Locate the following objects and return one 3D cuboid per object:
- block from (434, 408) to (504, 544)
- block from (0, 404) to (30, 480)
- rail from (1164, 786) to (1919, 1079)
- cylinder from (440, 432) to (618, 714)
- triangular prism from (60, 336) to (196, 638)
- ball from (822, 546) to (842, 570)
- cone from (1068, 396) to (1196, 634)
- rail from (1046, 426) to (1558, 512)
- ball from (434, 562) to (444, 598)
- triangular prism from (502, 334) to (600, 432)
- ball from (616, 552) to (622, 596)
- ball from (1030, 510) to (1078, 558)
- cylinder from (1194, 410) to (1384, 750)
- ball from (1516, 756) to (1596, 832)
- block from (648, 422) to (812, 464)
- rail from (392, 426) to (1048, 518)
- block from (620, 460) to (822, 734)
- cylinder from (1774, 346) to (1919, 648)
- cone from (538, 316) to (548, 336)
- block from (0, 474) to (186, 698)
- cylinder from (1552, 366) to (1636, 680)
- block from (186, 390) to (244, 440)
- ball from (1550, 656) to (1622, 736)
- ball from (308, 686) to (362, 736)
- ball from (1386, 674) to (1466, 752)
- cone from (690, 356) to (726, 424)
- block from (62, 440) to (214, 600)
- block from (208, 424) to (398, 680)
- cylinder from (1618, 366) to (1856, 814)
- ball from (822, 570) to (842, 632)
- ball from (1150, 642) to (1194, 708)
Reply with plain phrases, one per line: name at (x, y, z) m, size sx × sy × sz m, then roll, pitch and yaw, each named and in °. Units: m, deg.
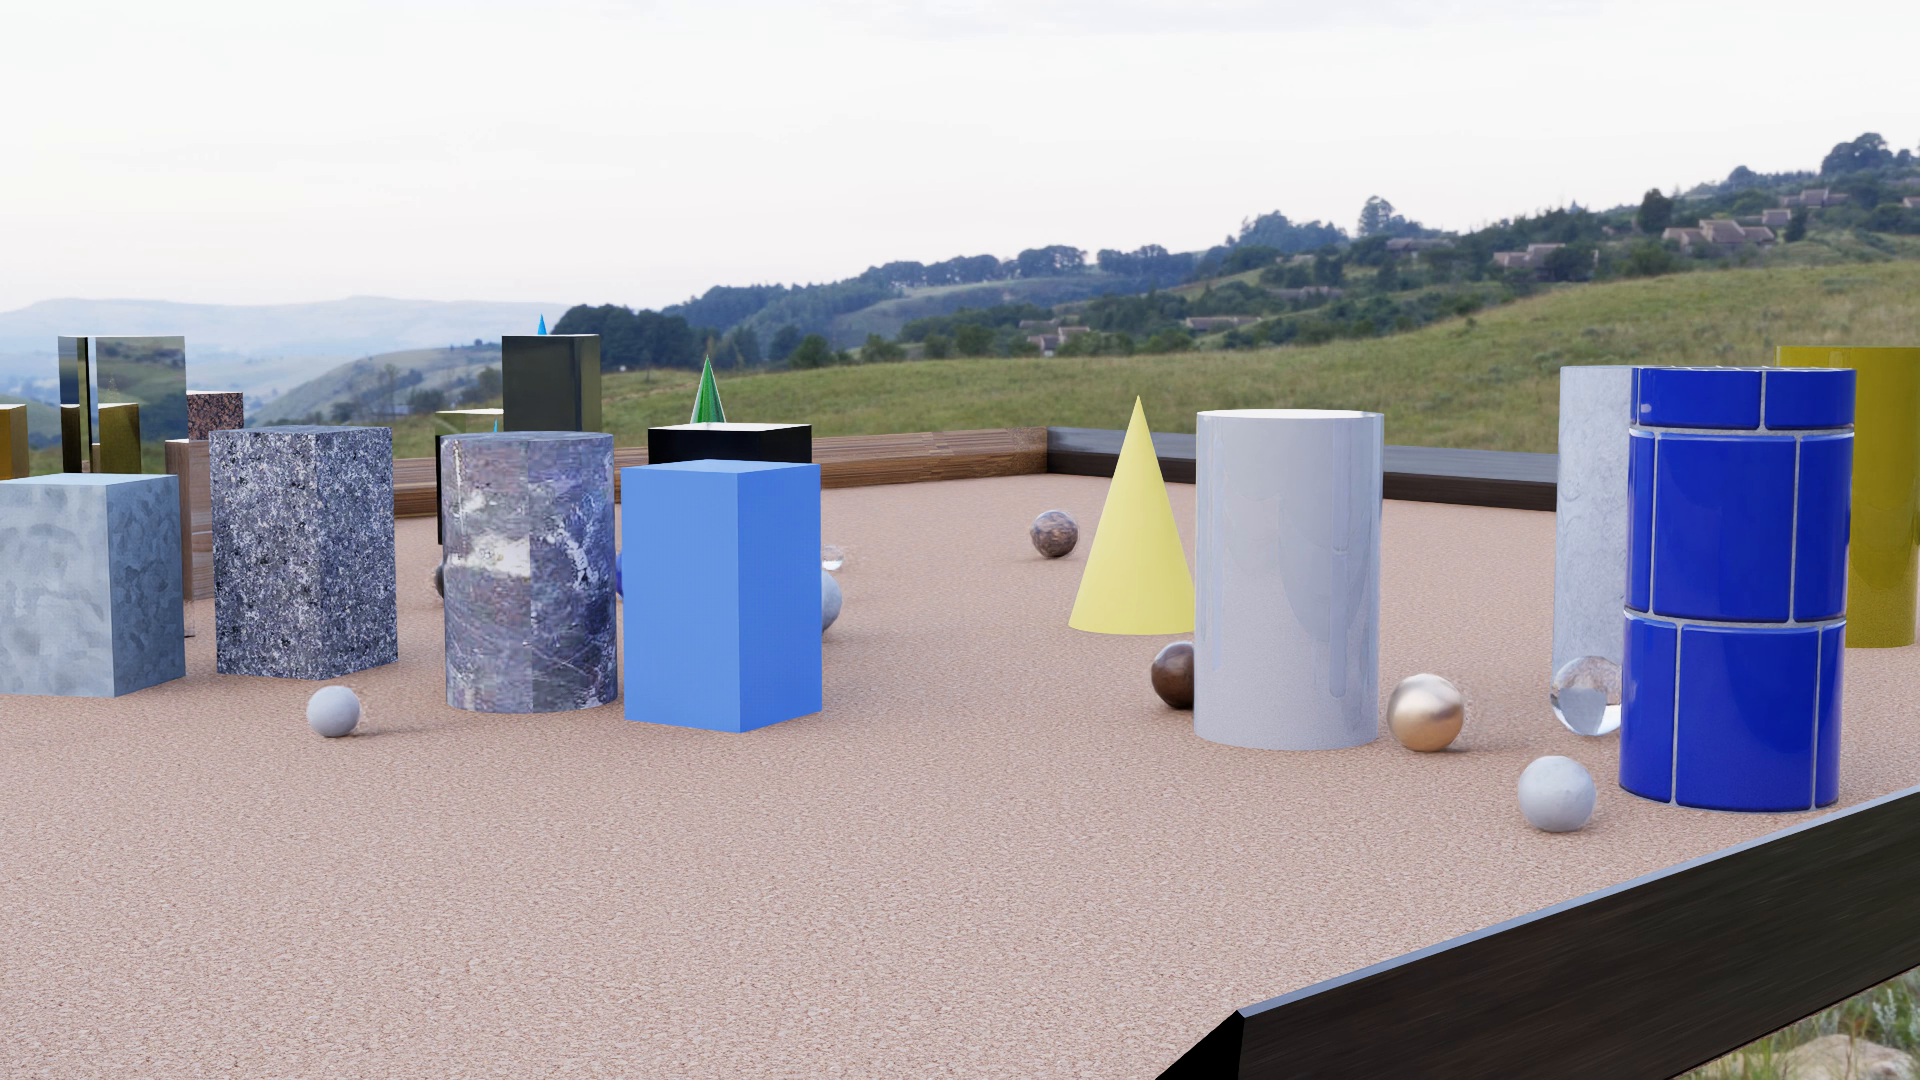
block at (-0.884, -0.119, 4.180) m, size 0.154 × 0.251 × 0.154 m, roll 4°, pitch 7°, yaw 30°
block at (-1.471, -0.047, 3.258) m, size 0.154 × 0.300 × 0.154 m, roll -2°, pitch 6°, yaw -14°
rail at (1.209, 0.170, 2.029) m, size 3.979 × 0.125 × 0.045 m, roll -6°, pitch 8°, yaw -42°
cylinder at (-0.490, 0.032, 2.507) m, size 0.193 × 0.301 × 0.193 m, roll 0°, pitch 6°, yaw 0°
triangular prism at (-1.108, -0.068, 2.949) m, size 0.145 × 0.409 × 0.167 m, roll -3°, pitch 7°, yaw -30°
ball at (-0.221, 0.031, 3.760) m, size 0.042 × 0.042 × 0.042 m, roll 0°, pitch 6°, yaw 0°
cone at (0.250, -0.042, 3.094) m, size 0.193 × 0.326 × 0.193 m, roll 0°, pitch 6°, yaw 0°
rail at (1.445, -0.107, 4.658) m, size 0.045 × 0.125 × 3.613 m, roll -6°, pitch 8°, yaw -42°
ball at (-0.760, 0.060, 3.333) m, size 0.073 × 0.073 × 0.073 m, roll 0°, pitch 6°, yaw 0°
triangular prism at (-0.651, -0.142, 3.686) m, size 0.167 × 0.401 × 0.145 m, roll 4°, pitch 7°, yaw 32°
ball at (-0.493, 0.052, 3.356) m, size 0.084 × 0.084 × 0.084 m, roll 0°, pitch 6°, yaw 0°
ball at (0.169, -0.011, 3.943) m, size 0.086 × 0.086 × 0.086 m, roll 0°, pitch 6°, yaw 0°
cylinder at (0.343, 0.036, 2.303) m, size 0.193 × 0.336 × 0.193 m, roll 0°, pitch 6°, yaw 0°
ball at (0.509, 0.217, 1.880) m, size 0.065 × 0.065 × 0.065 m, roll 0°, pitch 6°, yaw 0°
block at (-0.291, 0.003, 2.809) m, size 0.154 × 0.296 × 0.154 m, roll 2°, pitch 6°, yaw 20°
rail at (-1.209, -0.104, 4.635) m, size 3.979 × 0.125 × 0.045 m, roll -6°, pitch 8°, yaw -42°
block at (-0.259, 0.056, 2.405) m, size 0.154 × 0.275 × 0.154 m, roll 4°, pitch 7°, yaw 30°
cylinder at (1.194, -0.064, 2.970) m, size 0.193 × 0.394 × 0.193 m, roll 0°, pitch 6°, yaw 0°
cone at (-0.840, -0.240, 4.442) m, size 0.193 × 0.438 × 0.193 m, roll 0°, pitch 6°, yaw 0°
block at (-1.032, 0.050, 2.603) m, size 0.154 × 0.245 × 0.154 m, roll 1°, pitch 6°, yaw 11°
cylinder at (0.779, -0.007, 2.506) m, size 0.193 × 0.378 × 0.193 m, roll 0°, pitch 6°, yaw 0°
block at (-1.310, -0.094, 3.682) m, size 0.154 × 0.305 × 0.154 m, roll 4°, pitch 7°, yaw 32°
ball at (0.662, 0.163, 2.303) m, size 0.084 × 0.084 × 0.084 m, roll 0°, pitch 6°, yaw 0°
ball at (-0.653, 0.178, 2.296) m, size 0.054 × 0.054 × 0.054 m, roll 0°, pitch 6°, yaw 0°
ball at (0.470, 0.174, 2.221) m, size 0.078 × 0.078 × 0.078 m, roll 0°, pitch 6°, yaw 0°
cone at (-0.437, -0.140, 3.826) m, size 0.193 × 0.367 × 0.193 m, roll 0°, pitch 6°, yaw 0°
block at (-1.253, -0.029, 3.371) m, size 0.154 × 0.242 × 0.154 m, roll 3°, pitch 7°, yaw 29°
block at (-0.811, 0.011, 2.726) m, size 0.154 × 0.297 × 0.154 m, roll 2°, pitch 6°, yaw 20°
cylinder at (0.710, 0.038, 2.017) m, size 0.193 × 0.391 × 0.193 m, roll 0°, pitch 6°, yaw 0°
ball at (-0.210, 0.083, 2.998) m, size 0.096 × 0.096 × 0.096 m, roll 0°, pitch 6°, yaw 0°
ball at (0.251, 0.151, 2.460) m, size 0.075 × 0.075 × 0.075 m, roll 0°, pitch 6°, yaw 0°
